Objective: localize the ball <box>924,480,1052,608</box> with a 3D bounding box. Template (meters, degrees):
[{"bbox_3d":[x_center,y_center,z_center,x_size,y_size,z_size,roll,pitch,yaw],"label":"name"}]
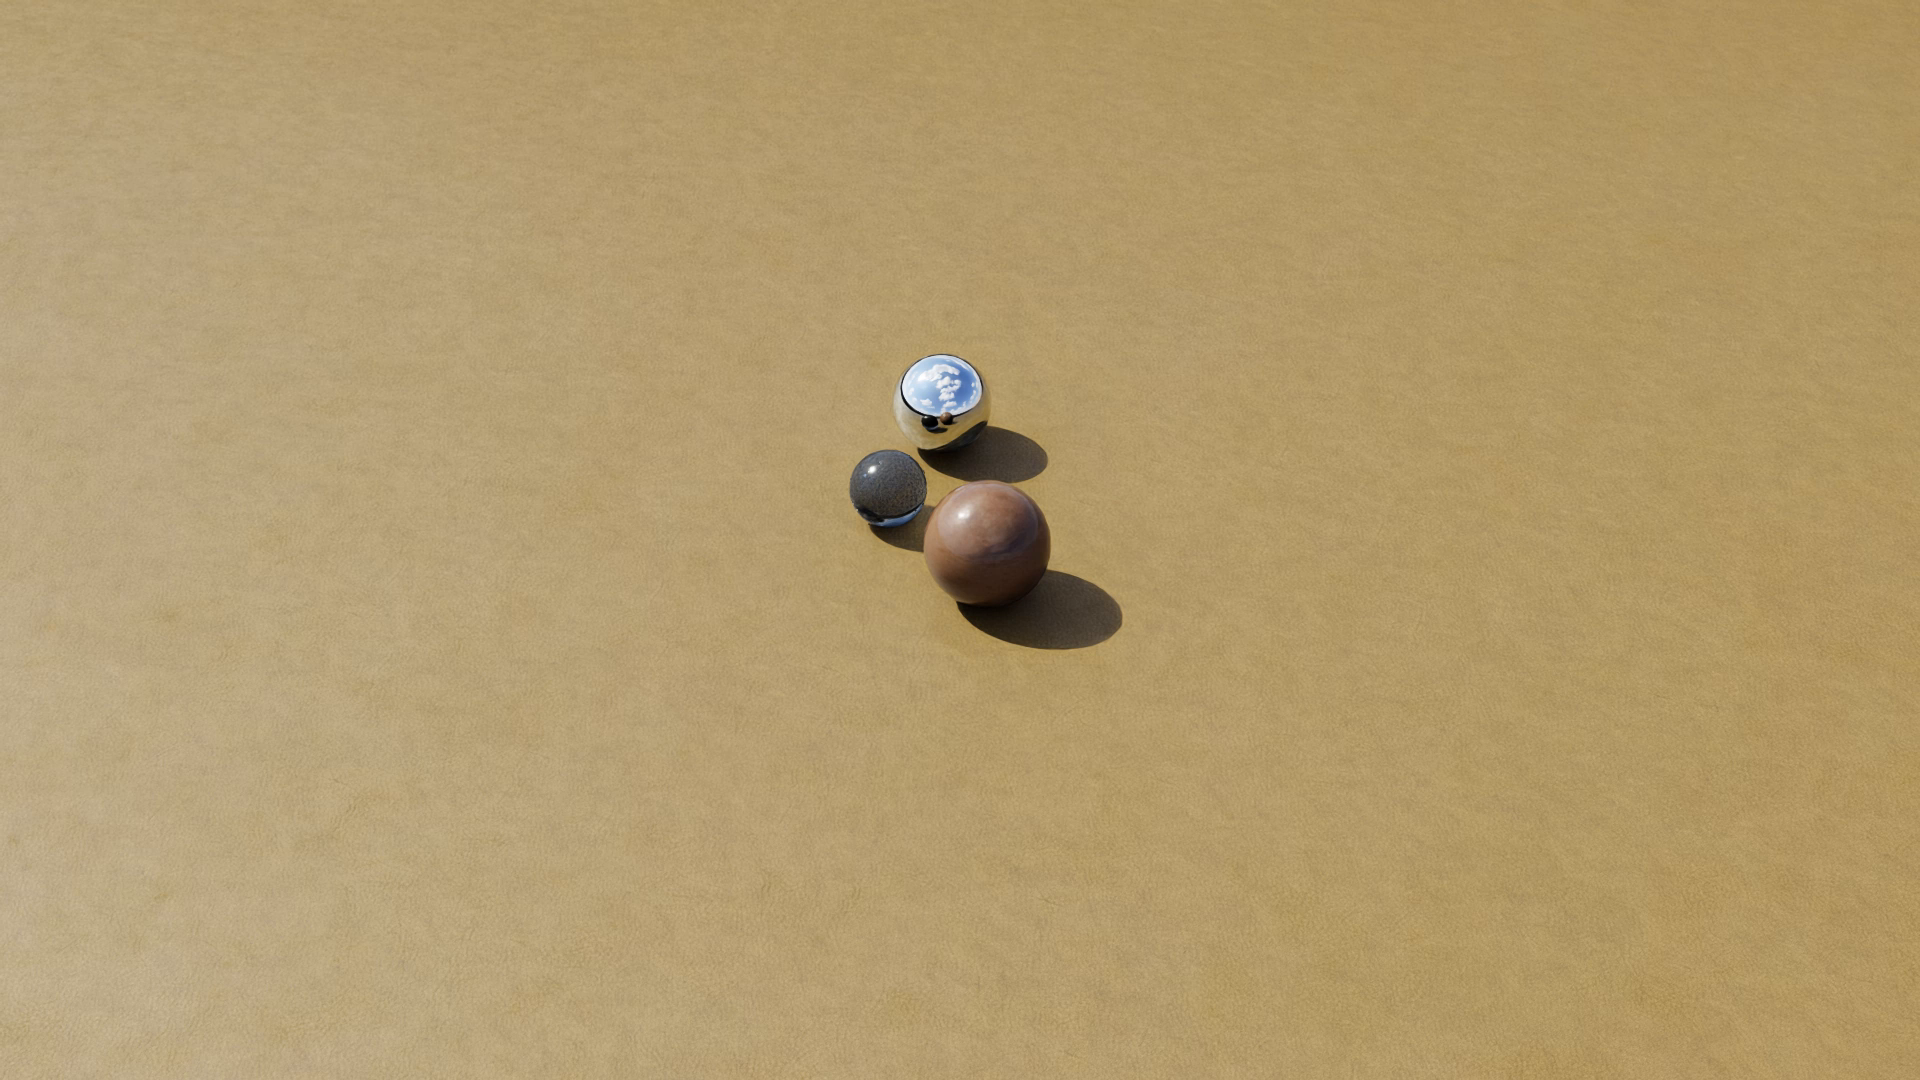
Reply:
[{"bbox_3d":[0.016,0.002,1.540,0.077,0.077,0.077,0,37,0],"label":"ball"}]

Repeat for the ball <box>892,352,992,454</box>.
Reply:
[{"bbox_3d":[-0.012,-0.089,1.673,0.066,0.066,0.066,0,37,0],"label":"ball"}]

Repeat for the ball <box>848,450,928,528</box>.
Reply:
[{"bbox_3d":[-0.045,-0.032,1.610,0.049,0.049,0.049,0,37,0],"label":"ball"}]
